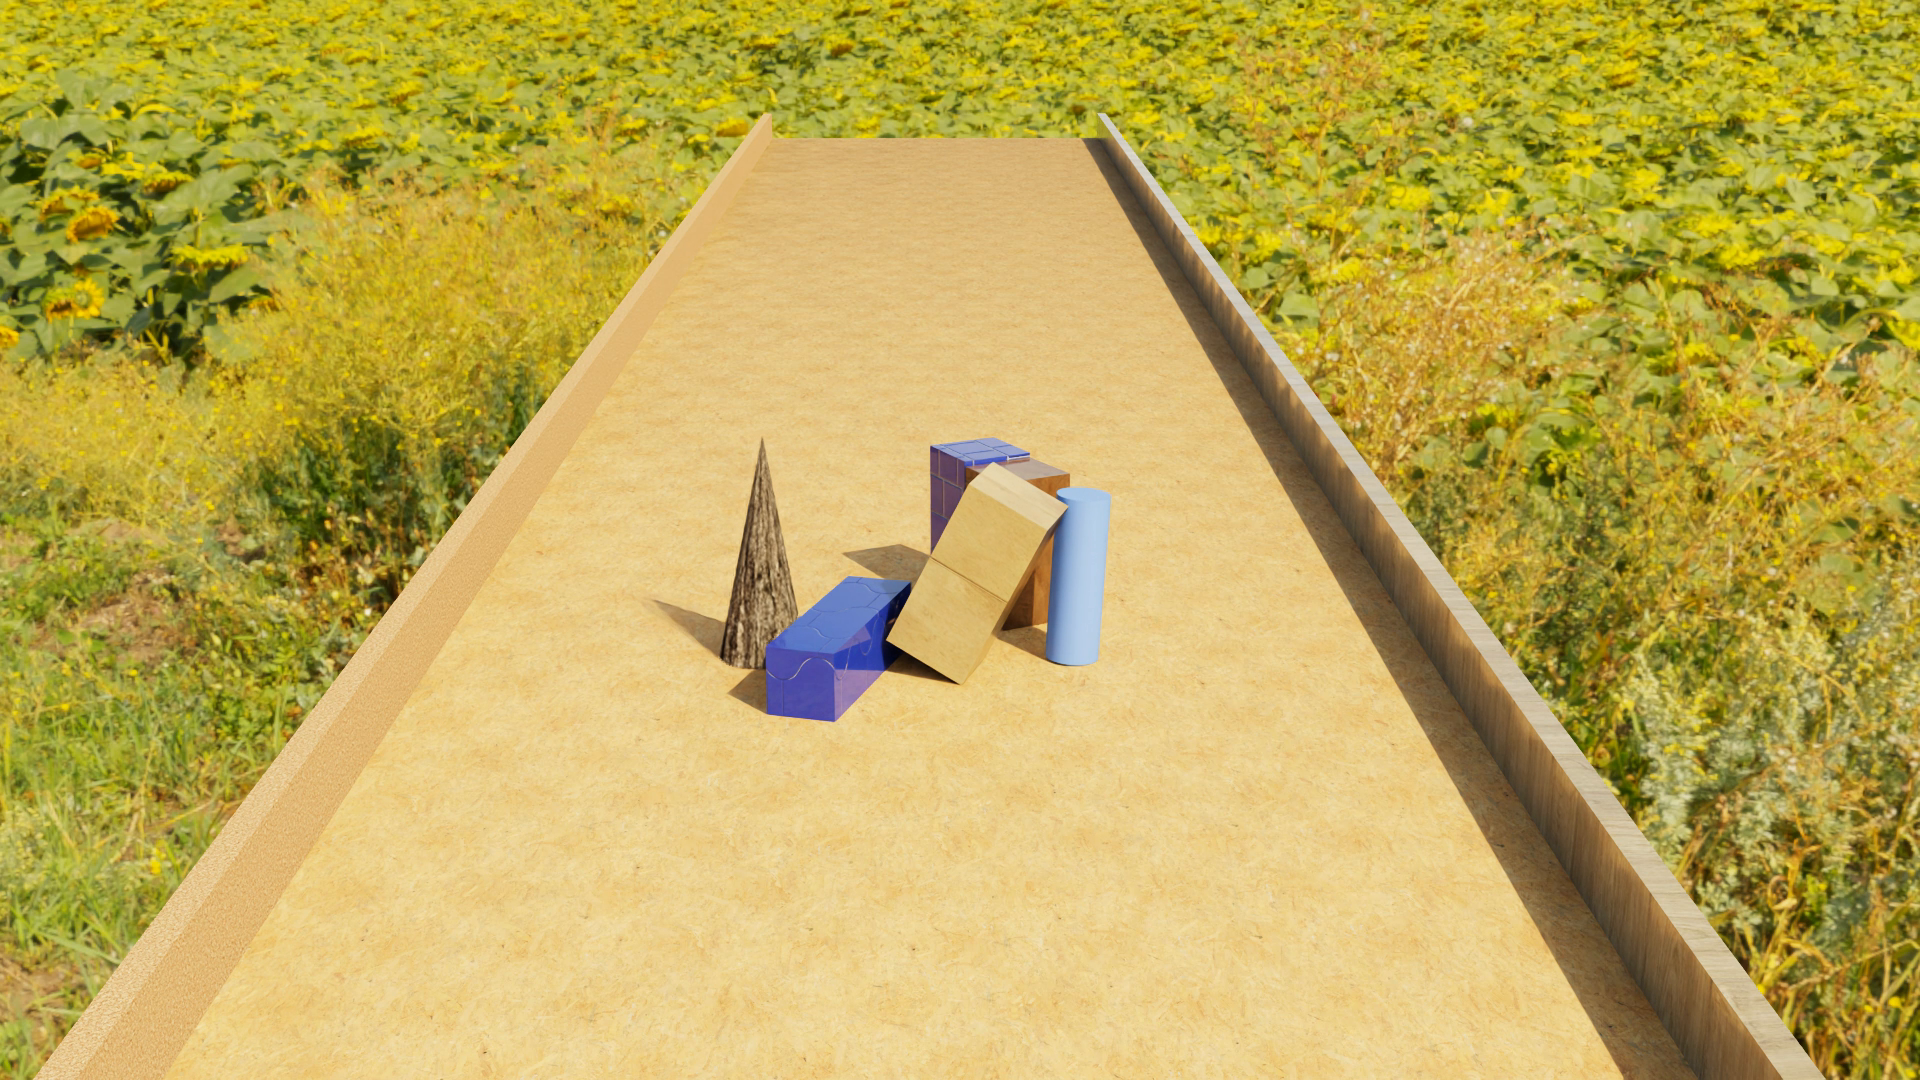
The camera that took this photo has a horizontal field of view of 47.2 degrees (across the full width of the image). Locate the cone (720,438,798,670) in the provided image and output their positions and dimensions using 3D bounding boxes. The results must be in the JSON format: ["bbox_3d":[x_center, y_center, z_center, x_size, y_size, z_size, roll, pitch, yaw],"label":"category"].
[{"bbox_3d":[-0.393,0.012,4.378,0.174,0.457,0.174,1,16,0],"label":"cone"}]

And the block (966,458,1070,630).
[{"bbox_3d":[0.121,0.006,4.646,0.159,0.318,0.159,-9,19,-28],"label":"block"}]

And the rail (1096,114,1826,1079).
[{"bbox_3d":[0.932,-0.844,7.801,0.050,0.150,12.000,0,17,-1],"label":"rail"}]

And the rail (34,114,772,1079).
[{"bbox_3d":[-1.118,-0.838,7.780,0.050,0.150,12.000,0,17,-1],"label":"rail"}]

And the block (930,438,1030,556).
[{"bbox_3d":[0.042,-0.039,4.782,0.158,0.328,0.158,-9,19,-27],"label":"block"}]

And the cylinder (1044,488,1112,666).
[{"bbox_3d":[0.235,0.072,4.382,0.108,0.338,0.108,3,16,-1],"label":"cylinder"}]

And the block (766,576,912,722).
[{"bbox_3d":[-0.231,0.206,4.297,0.135,0.135,0.459,5,17,16],"label":"block"}]

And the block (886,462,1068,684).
[{"bbox_3d":[0.034,0.065,4.295,0.173,0.368,0.173,31,22,6],"label":"block"}]
